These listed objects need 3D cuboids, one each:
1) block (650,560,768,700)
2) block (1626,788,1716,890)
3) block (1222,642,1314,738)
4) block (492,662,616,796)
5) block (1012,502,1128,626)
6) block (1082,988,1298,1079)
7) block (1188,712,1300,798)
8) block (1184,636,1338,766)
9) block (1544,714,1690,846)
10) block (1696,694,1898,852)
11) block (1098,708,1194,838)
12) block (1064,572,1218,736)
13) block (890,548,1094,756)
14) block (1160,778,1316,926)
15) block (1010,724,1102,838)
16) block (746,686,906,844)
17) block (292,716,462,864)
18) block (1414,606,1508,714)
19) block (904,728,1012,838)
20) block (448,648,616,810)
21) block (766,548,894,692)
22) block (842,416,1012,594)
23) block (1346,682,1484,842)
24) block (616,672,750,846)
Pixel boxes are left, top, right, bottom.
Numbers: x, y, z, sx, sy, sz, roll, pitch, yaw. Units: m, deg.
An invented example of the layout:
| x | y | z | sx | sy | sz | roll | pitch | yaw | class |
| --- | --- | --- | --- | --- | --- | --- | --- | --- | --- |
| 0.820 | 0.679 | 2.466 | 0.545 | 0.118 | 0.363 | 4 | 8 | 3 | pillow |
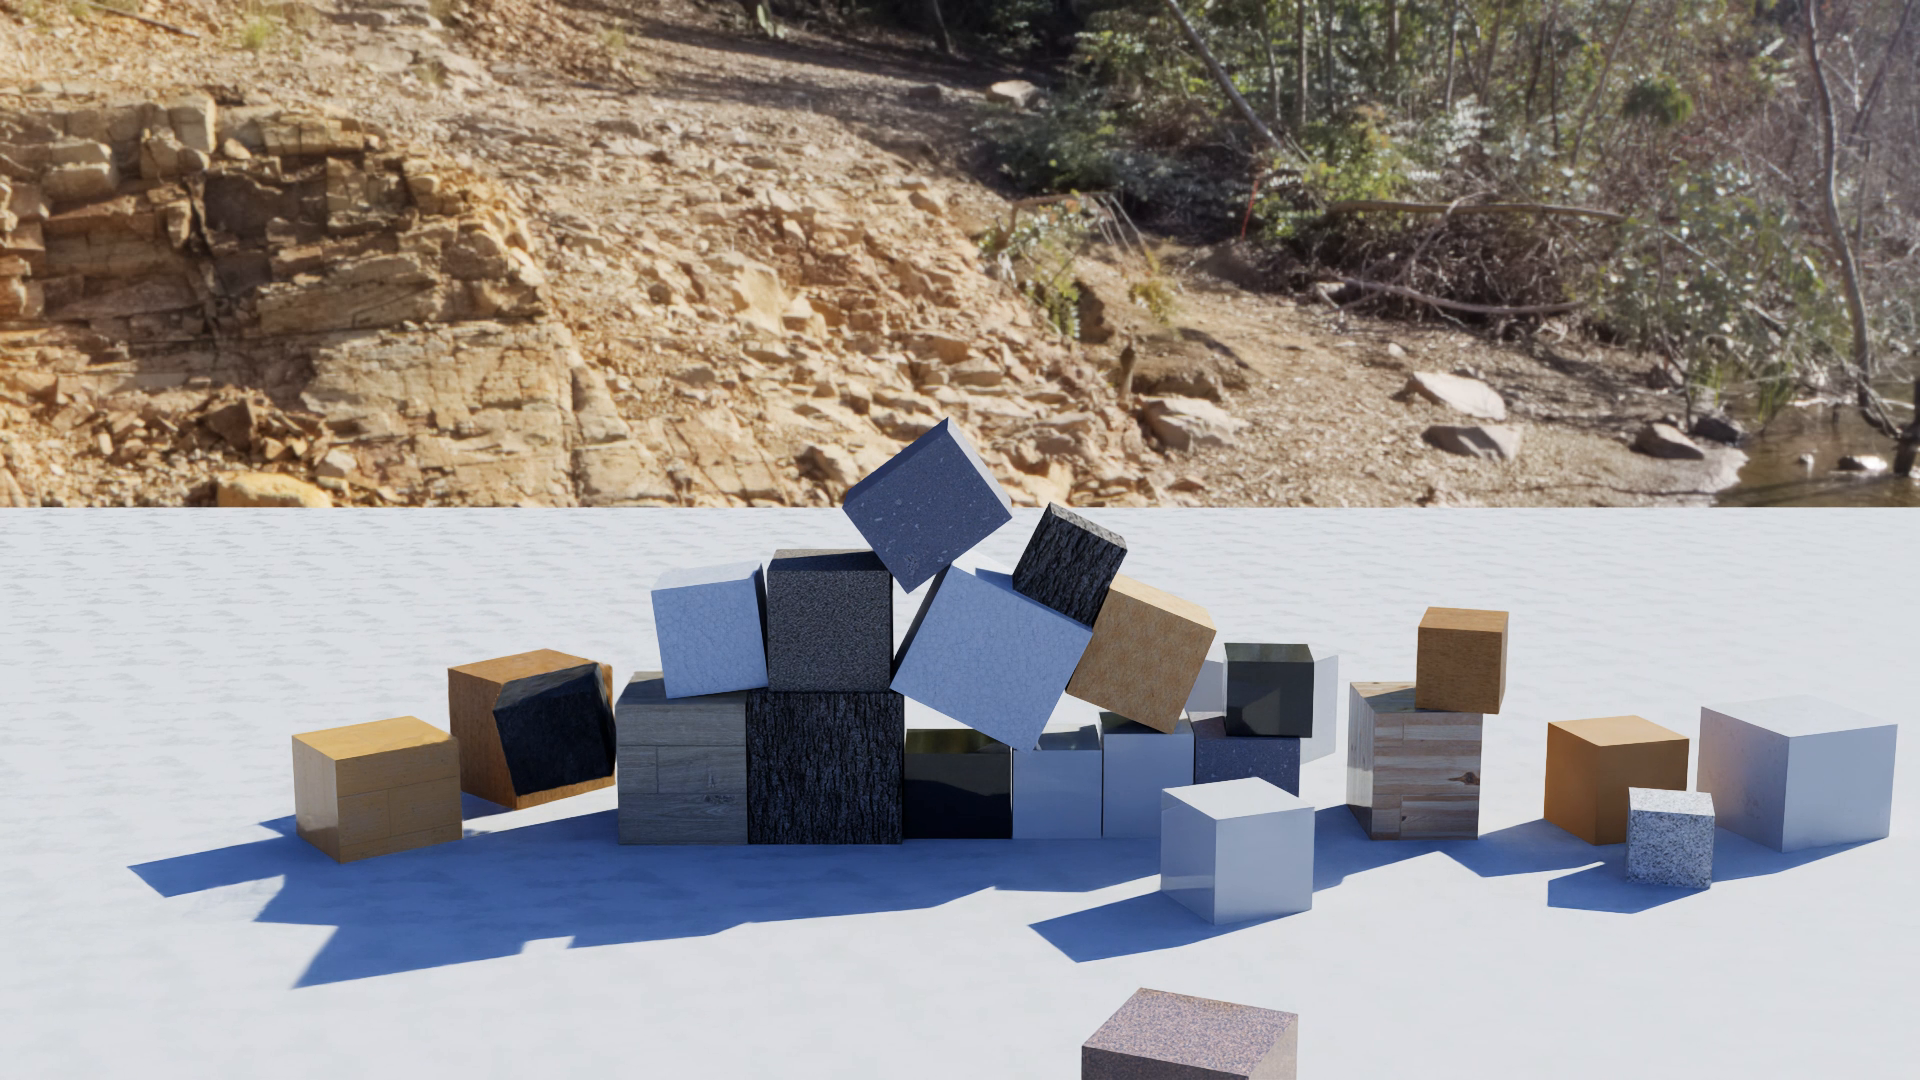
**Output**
| x | y | z | sx | sy | sz | roll | pitch | yaw | class |
| --- | --- | --- | --- | --- | --- | --- | --- | --- | --- |
| -1.255 | 0.451 | 11.260 | 0.520 | 0.562 | 0.494 | -7 | 10 | 1 | block |
| 3.431 | 1.439 | 10.639 | 0.380 | 0.363 | 0.380 | 3 | 11 | 15 | block |
| 1.584 | 0.771 | 11.331 | 0.435 | 0.394 | 0.413 | 1 | 10 | 4 | block |
| -2.063 | 0.965 | 11.291 | 0.495 | 0.467 | 0.466 | -12 | 15 | 0 | block |
| 0.554 | 0.117 | 11.163 | 0.425 | 0.433 | 0.379 | 26 | 9 | -4 | block |
| 0.788 | 1.922 | 7.521 | 0.581 | 0.526 | 0.568 | 5 | 11 | 24 | block |
| 1.466 | 1.216 | 11.432 | 0.527 | 0.517 | 0.550 | 0 | 10 | 2 | block |
| 1.727 | 0.947 | 12.713 | 0.654 | 0.587 | 0.633 | 9 | 14 | 42 | block |
| 3.378 | 1.232 | 11.339 | 0.519 | 0.519 | 0.484 | -3 | 11 | -16 | block |
| 4.303 | 1.191 | 11.345 | 0.687 | 0.597 | 0.650 | -4 | 11 | -21 | block |
| 0.956 | 1.204 | 11.418 | 0.455 | 0.545 | 0.504 | 0 | 10 | 0 | block |
| 0.910 | 0.564 | 11.297 | 0.581 | 0.582 | 0.544 | 22 | 10 | -4 | block |
| 0.158 | 0.541 | 11.266 | 0.785 | 0.701 | 0.671 | 26 | 9 | -4 | block |
| 1.288 | 1.441 | 10.252 | 0.517 | 0.497 | 0.514 | -4 | 11 | -23 | block |
| 0.492 | 1.246 | 11.417 | 0.450 | 0.464 | 0.519 | 0 | 10 | 0 | block |
| -0.678 | 1.090 | 11.382 | 0.771 | 0.782 | 0.703 | 0 | 10 | 0 | block |
| -2.964 | 1.256 | 11.182 | 0.646 | 0.527 | 0.578 | -8 | 13 | -37 | block |
| 2.576 | 0.611 | 11.270 | 0.412 | 0.423 | 0.516 | 3 | 11 | 17 | block |
| -0.011 | 1.258 | 11.391 | 0.540 | 0.450 | 0.476 | 0 | 10 | 0 | block |
| -2.343 | 1.024 | 12.043 | 0.608 | 0.677 | 0.651 | 10 | 14 | 43 | block |
| -0.655 | 0.402 | 11.260 | 0.610 | 0.615 | 0.598 | 0 | 10 | 0 | block |
| -0.160 | -0.185 | 11.146 | 0.651 | 0.541 | 0.590 | -36 | 8 | 6 | block |
| 2.350 | 1.139 | 11.424 | 0.545 | 0.671 | 0.646 | 0 | 10 | -1 | block |
| -1.396 | 1.118 | 11.374 | 0.649 | 0.731 | 0.703 | 0 | 10 | 0 | block |
